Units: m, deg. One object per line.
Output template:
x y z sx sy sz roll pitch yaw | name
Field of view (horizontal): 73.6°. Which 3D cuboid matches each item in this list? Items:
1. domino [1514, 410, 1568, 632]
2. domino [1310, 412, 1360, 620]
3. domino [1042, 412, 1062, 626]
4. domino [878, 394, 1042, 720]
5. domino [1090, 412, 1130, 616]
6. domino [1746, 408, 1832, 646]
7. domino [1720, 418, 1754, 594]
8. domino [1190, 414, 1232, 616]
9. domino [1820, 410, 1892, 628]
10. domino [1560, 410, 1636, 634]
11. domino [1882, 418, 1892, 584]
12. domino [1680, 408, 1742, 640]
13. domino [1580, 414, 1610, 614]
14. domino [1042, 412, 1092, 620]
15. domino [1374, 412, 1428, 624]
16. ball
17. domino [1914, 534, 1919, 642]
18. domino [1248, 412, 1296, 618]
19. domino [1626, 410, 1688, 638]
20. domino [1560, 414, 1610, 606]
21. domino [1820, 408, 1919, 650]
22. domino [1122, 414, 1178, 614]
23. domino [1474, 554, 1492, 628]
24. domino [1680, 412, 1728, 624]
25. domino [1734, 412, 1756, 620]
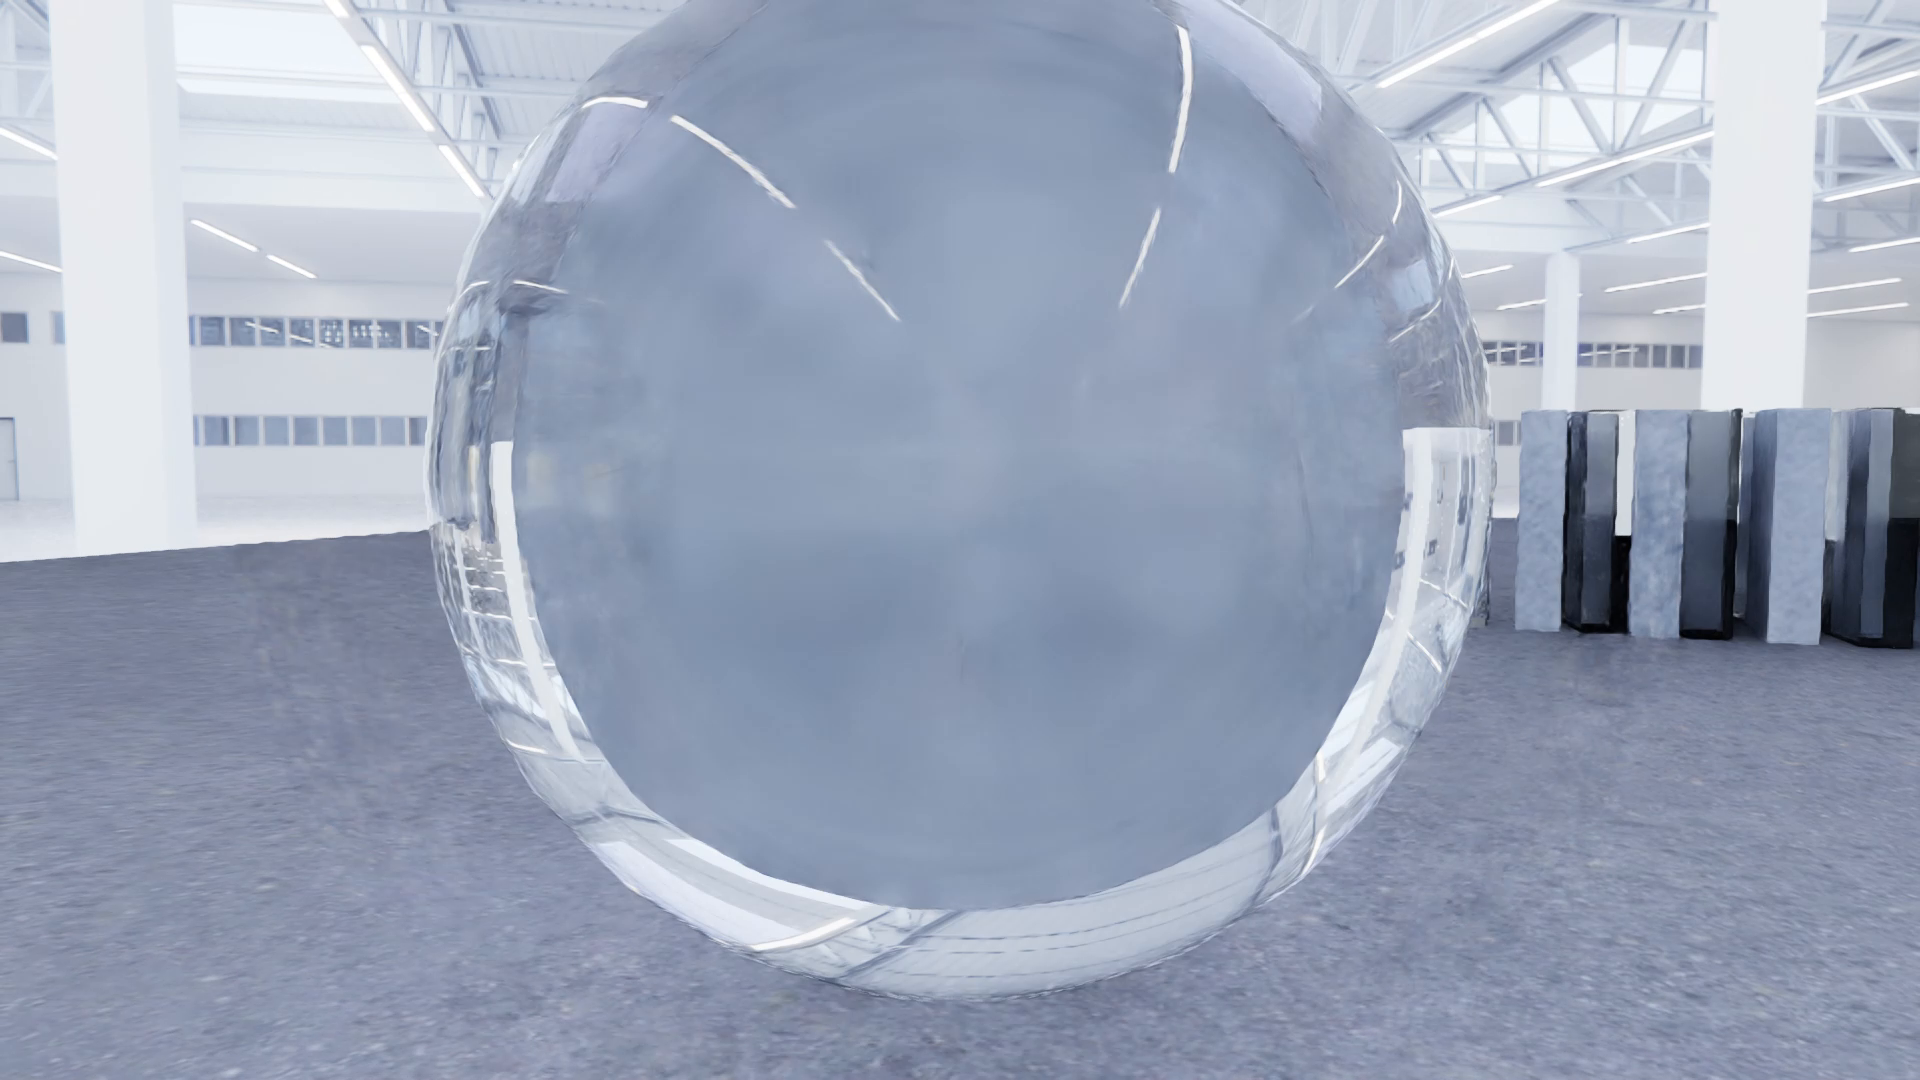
0.137 -0.005 0.302 0.009 0.050 0.025 2 5 23 | domino
0.094 -0.006 0.320 0.010 0.050 0.025 2 5 19 | domino
0.011 -0.006 0.308 0.025 0.050 0.010 2 5 27 | domino
0.000 0.002 0.201 0.025 0.050 0.010 0 4 0 | domino
0.033 -0.007 0.328 0.009 0.050 0.025 -1 5 -18 | domino
0.182 -0.004 0.283 0.009 0.050 0.025 2 5 22 | domino
0.227 -0.011 0.377 0.010 0.050 0.025 2 5 25 | domino
0.064 -0.007 0.329 0.009 0.050 0.025 1 4 10 | domino
0.210 -0.006 0.307 0.010 0.050 0.025 1 4 13 | domino
0.147 -0.005 0.298 0.009 0.050 0.025 1 4 14 | domino
0.257 -0.008 0.343 0.025 0.050 0.010 -2 5 -23 | domino
0.168 -0.004 0.289 0.010 0.050 0.025 2 5 24 | domino
0.172 -0.007 0.327 0.025 0.050 0.009 -2 5 -21 | domino
0.020 -0.006 0.320 0.009 0.050 0.025 -4 6 -44 | domino
0.108 -0.006 0.315 0.009 0.050 0.025 2 5 22 | domino
0.000 -0.005 0.103 0.080 0.080 0.080 0 4 0 | ball
0.211 -0.003 0.274 0.010 0.050 0.025 0 4 2 | domino
0.079 -0.007 0.325 0.009 0.050 0.025 1 4 17 | domino
0.156 -0.004 0.293 0.010 0.050 0.025 1 4 13 | domino
0.170 -0.008 0.341 0.025 0.050 0.009 0 4 -1 | domino
0.197 -0.003 0.277 0.009 0.050 0.025 1 4 17 | domino
0.049 -0.007 0.330 0.009 0.050 0.025 0 4 -1 | domino
0.123 -0.006 0.309 0.009 0.050 0.025 2 5 24 | domino
0.180 -0.006 0.313 0.010 0.050 0.025 3 5 32 | domino
0.195 -0.006 0.309 0.009 0.050 0.025 1 4 8 | domino
